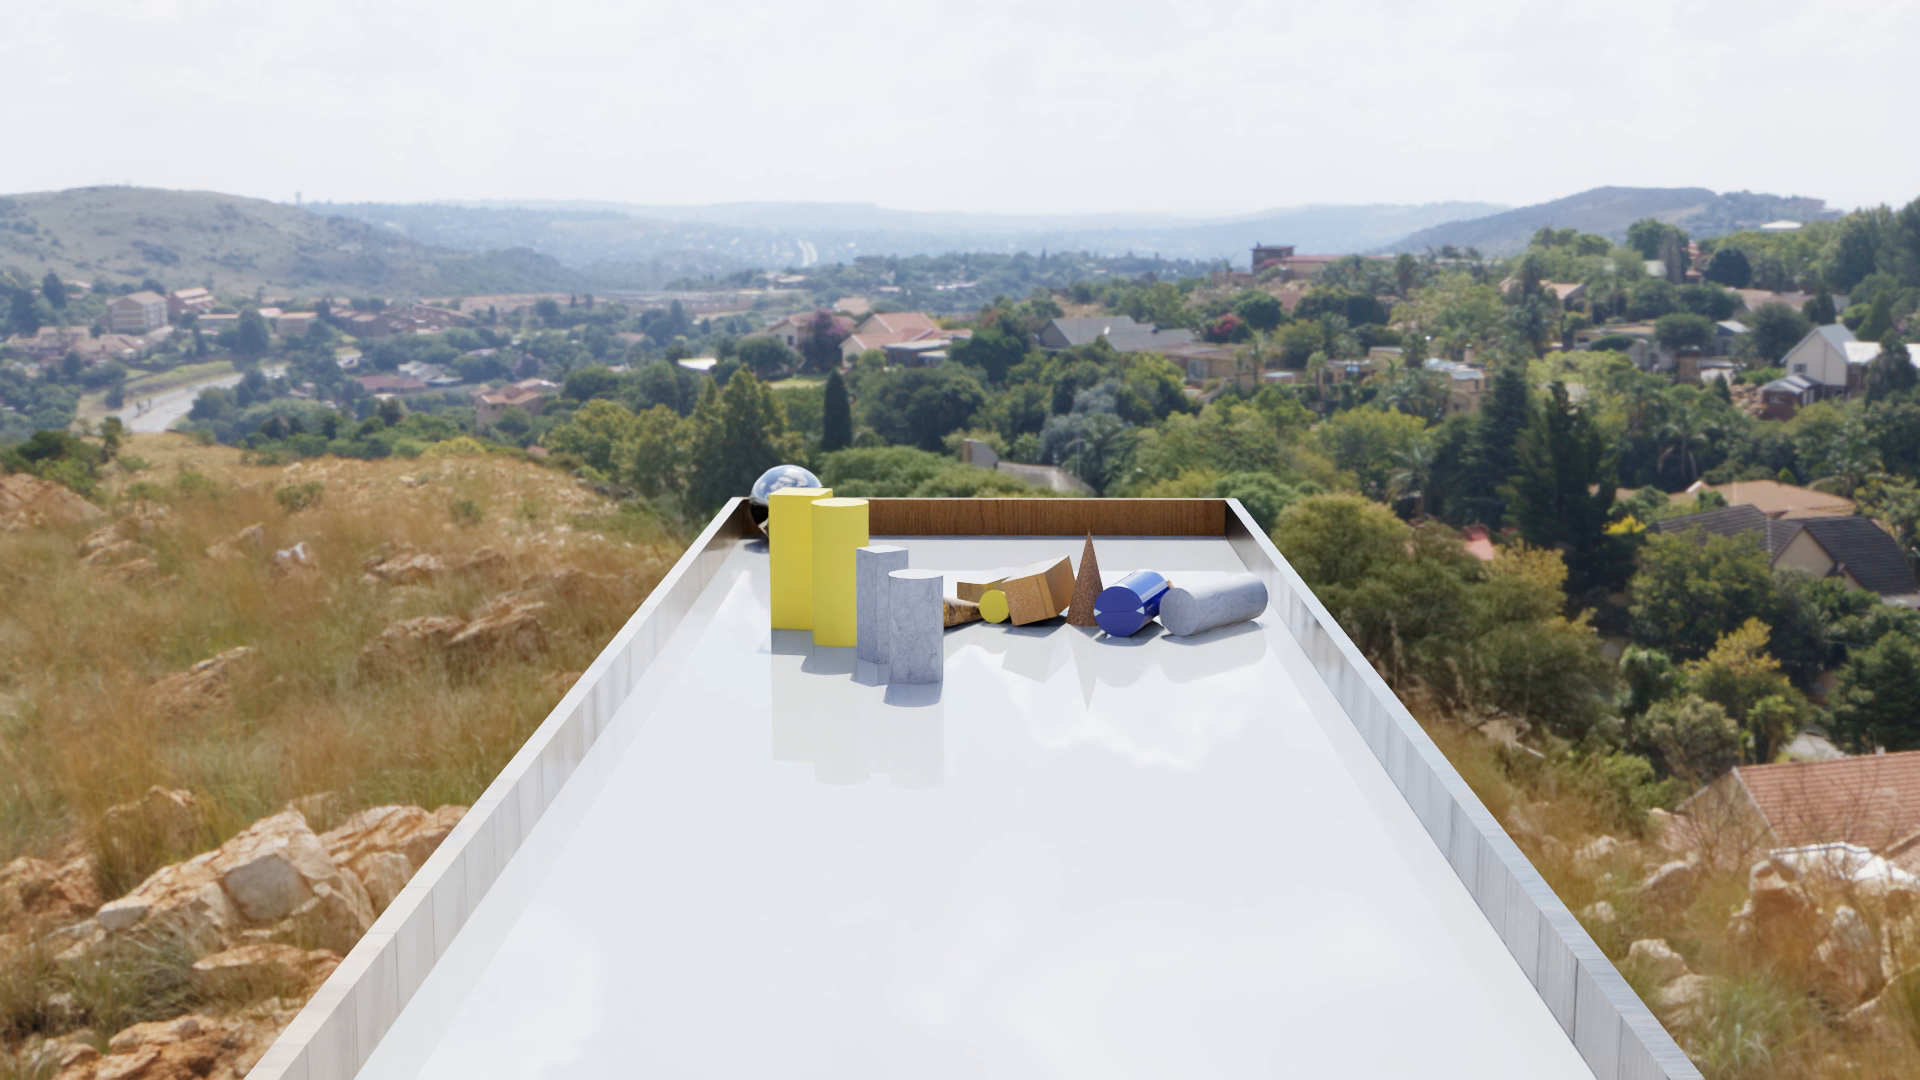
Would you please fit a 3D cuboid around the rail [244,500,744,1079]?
[{"bbox_3d":[-1.004,0.839,3.234,0.050,0.150,12.000,0,9,1],"label":"rail"}]

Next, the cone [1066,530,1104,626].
[{"bbox_3d":[0.426,0.117,7.272,0.152,0.312,0.152,0,9,0],"label":"cone"}]

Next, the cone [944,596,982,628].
[{"bbox_3d":[0.043,0.237,7.322,0.120,0.120,0.432,7,4,38],"label":"cone"}]

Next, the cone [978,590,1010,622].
[{"bbox_3d":[0.189,0.217,7.465,0.110,0.110,0.412,4,2,21],"label":"cone"}]

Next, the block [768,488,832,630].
[{"bbox_3d":[-0.519,0.060,7.215,0.167,0.442,0.167,2,9,12],"label":"block"}]

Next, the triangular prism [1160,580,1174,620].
[{"bbox_3d":[0.719,0.205,7.428,0.099,0.086,0.338,0,9,1],"label":"triangular prism"}]

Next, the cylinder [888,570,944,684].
[{"bbox_3d":[-0.128,0.252,6.419,0.160,0.312,0.160,0,9,0],"label":"cylinder"}]

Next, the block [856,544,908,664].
[{"bbox_3d":[-0.235,0.195,6.688,0.114,0.341,0.114,-6,11,-35],"label":"block"}]

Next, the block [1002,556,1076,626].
[{"bbox_3d":[0.274,0.168,7.358,0.150,0.150,0.352,-14,5,18],"label":"block"}]

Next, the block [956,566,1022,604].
[{"bbox_3d":[0.118,0.174,7.568,0.107,0.107,0.339,5,10,29],"label":"block"}]

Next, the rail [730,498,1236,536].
[{"bbox_3d":[0.099,-0.098,9.147,2.100,0.150,0.050,0,9,1],"label":"rail"}]

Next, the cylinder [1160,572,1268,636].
[{"bbox_3d":[0.832,0.208,7.191,0.158,0.158,0.386,8,12,42],"label":"cylinder"}]

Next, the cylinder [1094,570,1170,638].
[{"bbox_3d":[0.564,0.204,7.188,0.167,0.167,0.332,3,10,20],"label":"cylinder"}]

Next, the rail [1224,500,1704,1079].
[{"bbox_3d":[1.046,0.843,3.208,0.050,0.150,12.000,0,9,1],"label":"rail"}]

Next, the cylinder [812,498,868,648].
[{"bbox_3d":[-0.377,0.101,6.944,0.180,0.446,0.180,0,9,0],"label":"cylinder"}]

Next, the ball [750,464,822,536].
[{"bbox_3d":[-0.702,-0.151,8.965,0.312,0.312,0.312,0,9,0],"label":"ball"}]
